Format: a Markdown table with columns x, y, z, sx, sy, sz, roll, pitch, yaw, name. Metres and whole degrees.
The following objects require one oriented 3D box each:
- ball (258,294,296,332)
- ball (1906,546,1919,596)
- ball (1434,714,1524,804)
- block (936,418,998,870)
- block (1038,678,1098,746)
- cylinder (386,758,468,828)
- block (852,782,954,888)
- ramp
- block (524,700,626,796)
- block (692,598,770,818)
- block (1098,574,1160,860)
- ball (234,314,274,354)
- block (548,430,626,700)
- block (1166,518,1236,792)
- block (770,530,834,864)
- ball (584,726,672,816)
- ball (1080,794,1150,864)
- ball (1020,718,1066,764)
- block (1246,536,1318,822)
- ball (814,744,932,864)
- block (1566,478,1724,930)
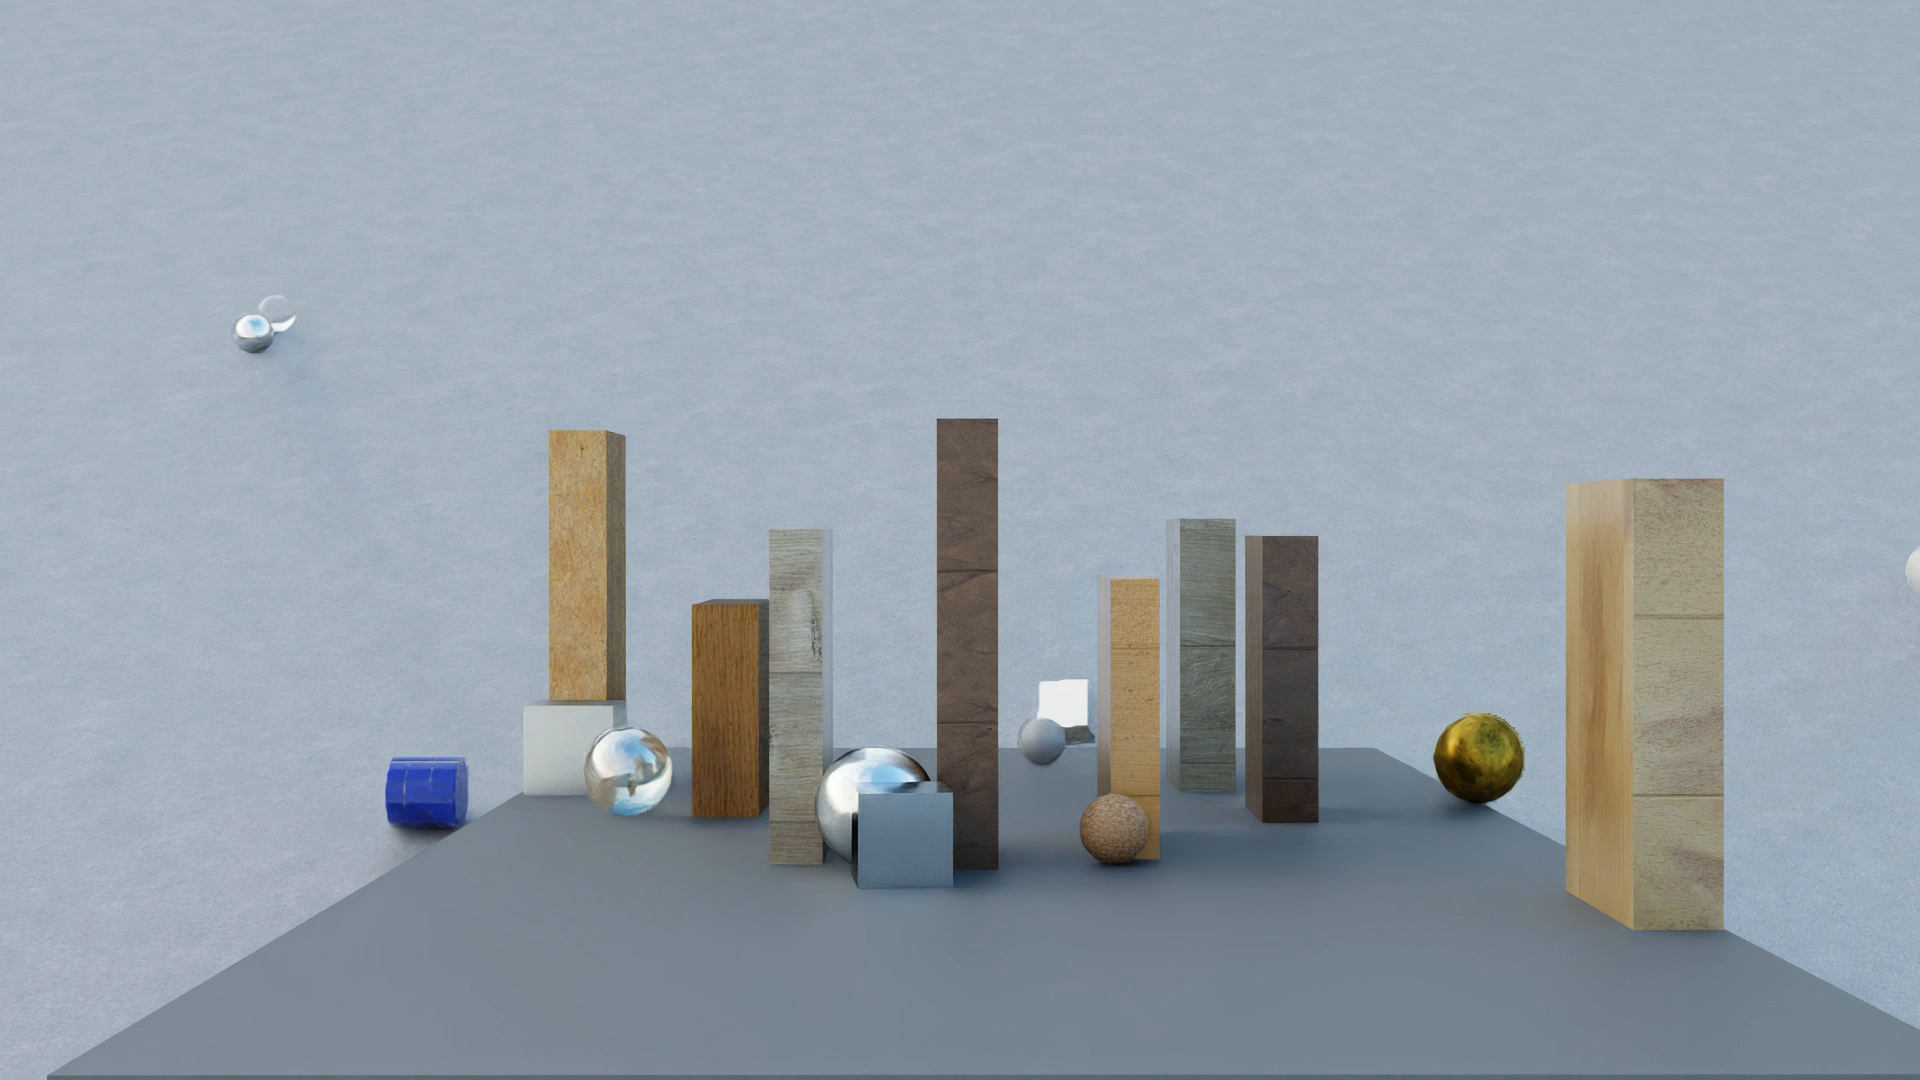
| x | y | z | sx | sy | sz | roll | pitch | yaw | name |
| --- | --- | --- | --- | --- | --- | --- | --- | --- | --- |
| -2.389 | -0.791 | 9.036 | 0.129 | 0.129 | 0.129 | 0 | 29 | 0 | ball |
| 2.810 | 0.089 | 7.423 | 0.180 | 0.180 | 0.180 | 0 | 29 | 0 | ball |
| 1.060 | 0.447 | 5.287 | 0.180 | 0.180 | 0.180 | 0 | 29 | 0 | ball |
| 0.012 | 0.170 | 4.396 | 0.101 | 0.741 | 0.305 | 0 | 0 | 0 | block |
| 0.285 | 0.451 | 6.756 | 0.130 | 0.130 | 0.130 | -6 | 64 | 16 | block |
| -1.332 | 0.633 | 6.470 | 0.170 | 0.170 | 0.170 | 0 | 29 | 0 | cylinder |
| -0.093 | 0.466 | 4.096 | 0.148 | 0.148 | 0.148 | 0 | 2 | -6 | block |
| 0.066 | 0.590 | 4.642 | 2.000 | 0.100 | 4.000 | 0 | 0 | 0 | ramp |
| -0.821 | 0.443 | 5.535 | 0.189 | 0.189 | 0.189 | 0 | 0 | 2 | block |
| -0.456 | 0.332 | 5.247 | 0.130 | 0.413 | 0.444 | 0 | 0 | 0 | block |
| 0.296 | 0.303 | 4.581 | 0.083 | 0.475 | 0.407 | 0 | 0 | 0 | block |
| -2.424 | -0.706 | 8.879 | 0.134 | 0.134 | 0.134 | 0 | 29 | 0 | ball |
| -0.832 | 0.149 | 5.794 | 0.125 | 0.776 | 0.327 | 0 | 0 | 0 | block |
| 0.529 | 0.245 | 5.708 | 0.119 | 0.582 | 0.380 | 0 | 0 | 0 | block |
| -0.274 | 0.261 | 4.499 | 0.089 | 0.559 | 0.371 | 0 | 0 | 0 | block |
| -0.650 | 0.452 | 5.065 | 0.173 | 0.173 | 0.173 | 0 | 29 | 0 | ball |
| 0.258 | 0.482 | 4.319 | 0.117 | 0.117 | 0.117 | 0 | 29 | 0 | ball |
| 0.198 | 0.480 | 6.172 | 0.111 | 0.111 | 0.111 | 0 | 29 | 0 | ball |
| 0.629 | 0.265 | 5.074 | 0.107 | 0.547 | 0.294 | 0 | 0 | 0 | block |
| -0.139 | 0.440 | 4.267 | 0.203 | 0.203 | 0.203 | 0 | 29 | 0 | ball |
| 0.999 | 0.228 | 3.796 | 0.126 | 0.628 | 0.400 | 0 | 0 | 0 | block |
